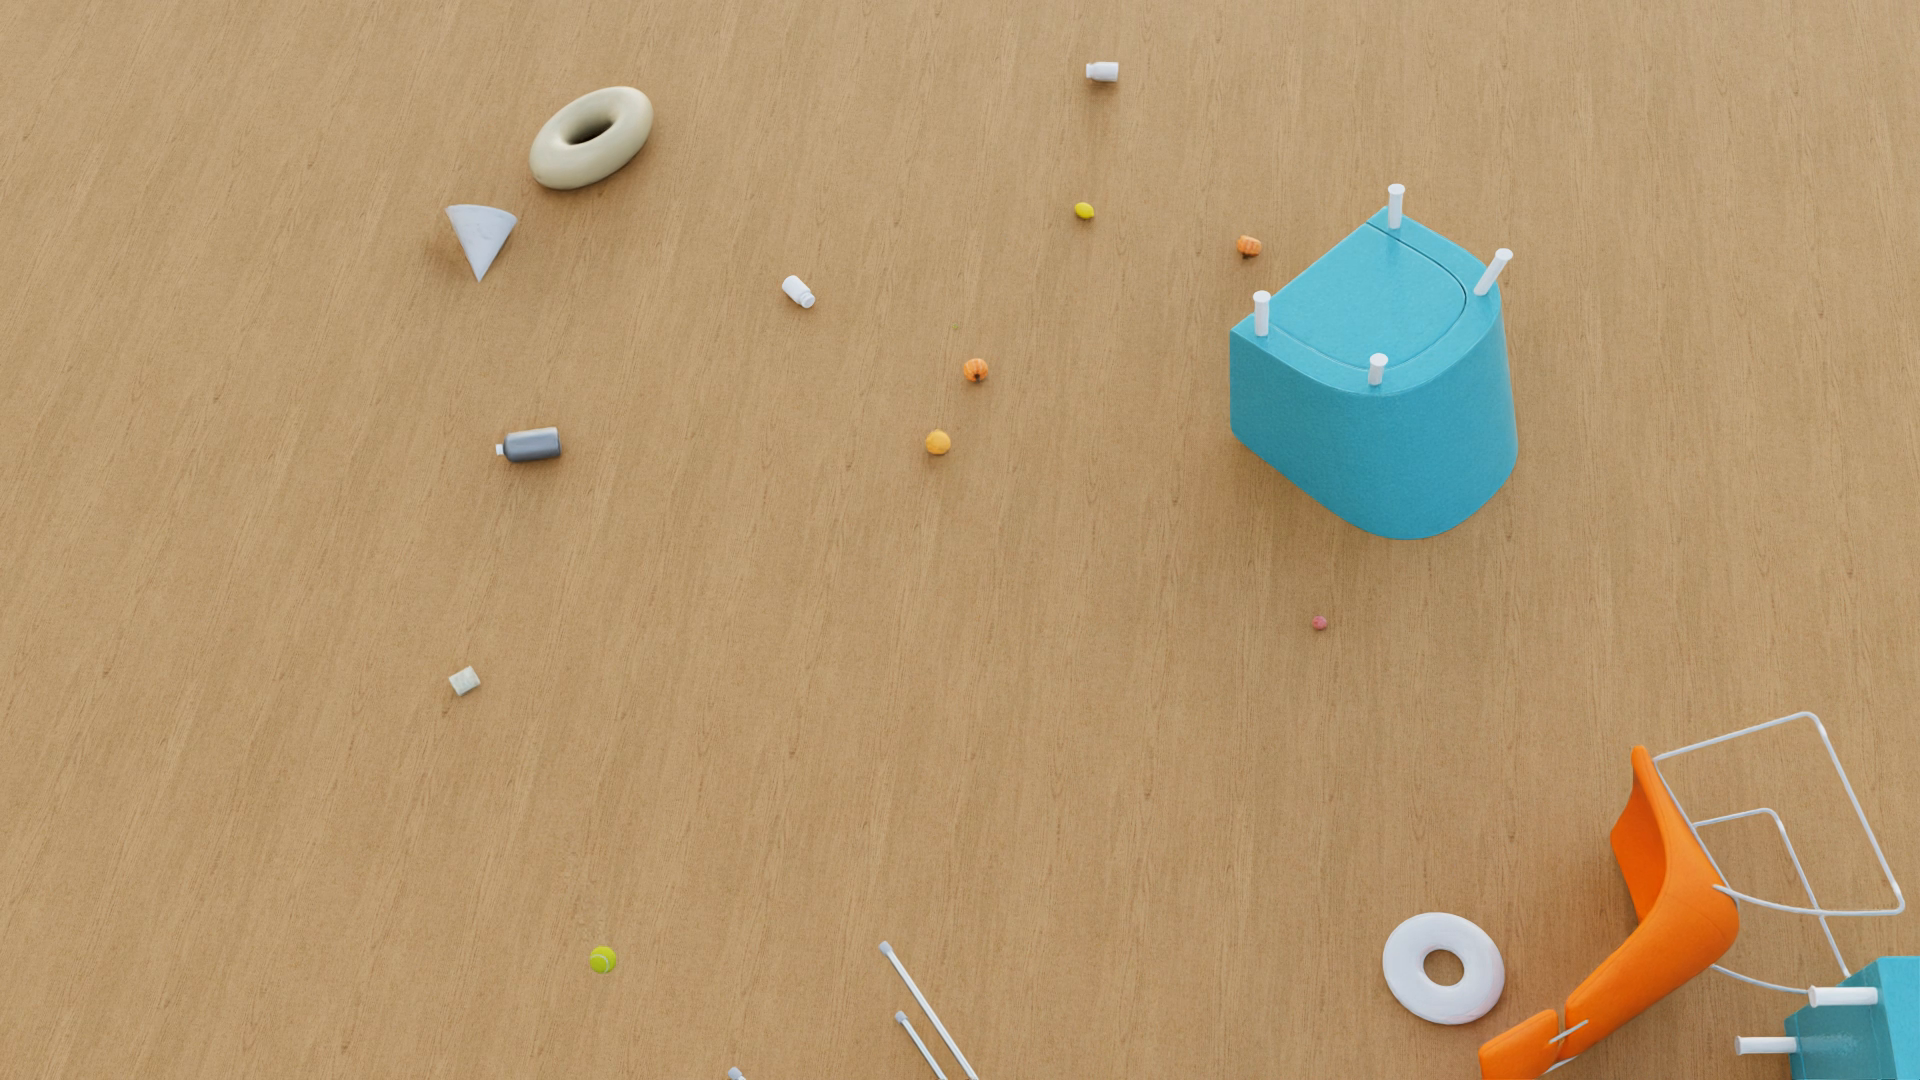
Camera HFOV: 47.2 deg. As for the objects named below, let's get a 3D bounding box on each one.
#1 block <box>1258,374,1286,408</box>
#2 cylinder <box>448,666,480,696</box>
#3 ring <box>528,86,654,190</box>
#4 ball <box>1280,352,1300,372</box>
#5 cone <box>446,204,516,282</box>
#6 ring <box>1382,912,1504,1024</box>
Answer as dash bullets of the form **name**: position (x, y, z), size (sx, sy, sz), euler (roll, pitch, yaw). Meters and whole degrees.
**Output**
- **block**: position (0.967, -0.459, 6.820), size (0.066, 0.102, 0.038), euler (16, 58, 10)
- **cylinder**: position (-1.415, 0.402, 6.280), size (0.071, 0.037, 0.059), euler (-30, 82, -18)
- **ring**: position (-1.237, -1.353, 7.388), size (0.284, 0.158, 0.497), euler (37, 63, 23)
- **ball**: position (1.038, -0.562, 6.912), size (0.064, 0.064, 0.064), euler (0, 56, 0)
- **cone**: position (-1.562, -0.948, 7.157), size (0.238, 0.158, 0.234), euler (8, 76, -33)
- **ring**: position (1.274, 1.126, 5.791), size (0.322, 0.045, 0.315), euler (12, 57, 7)
